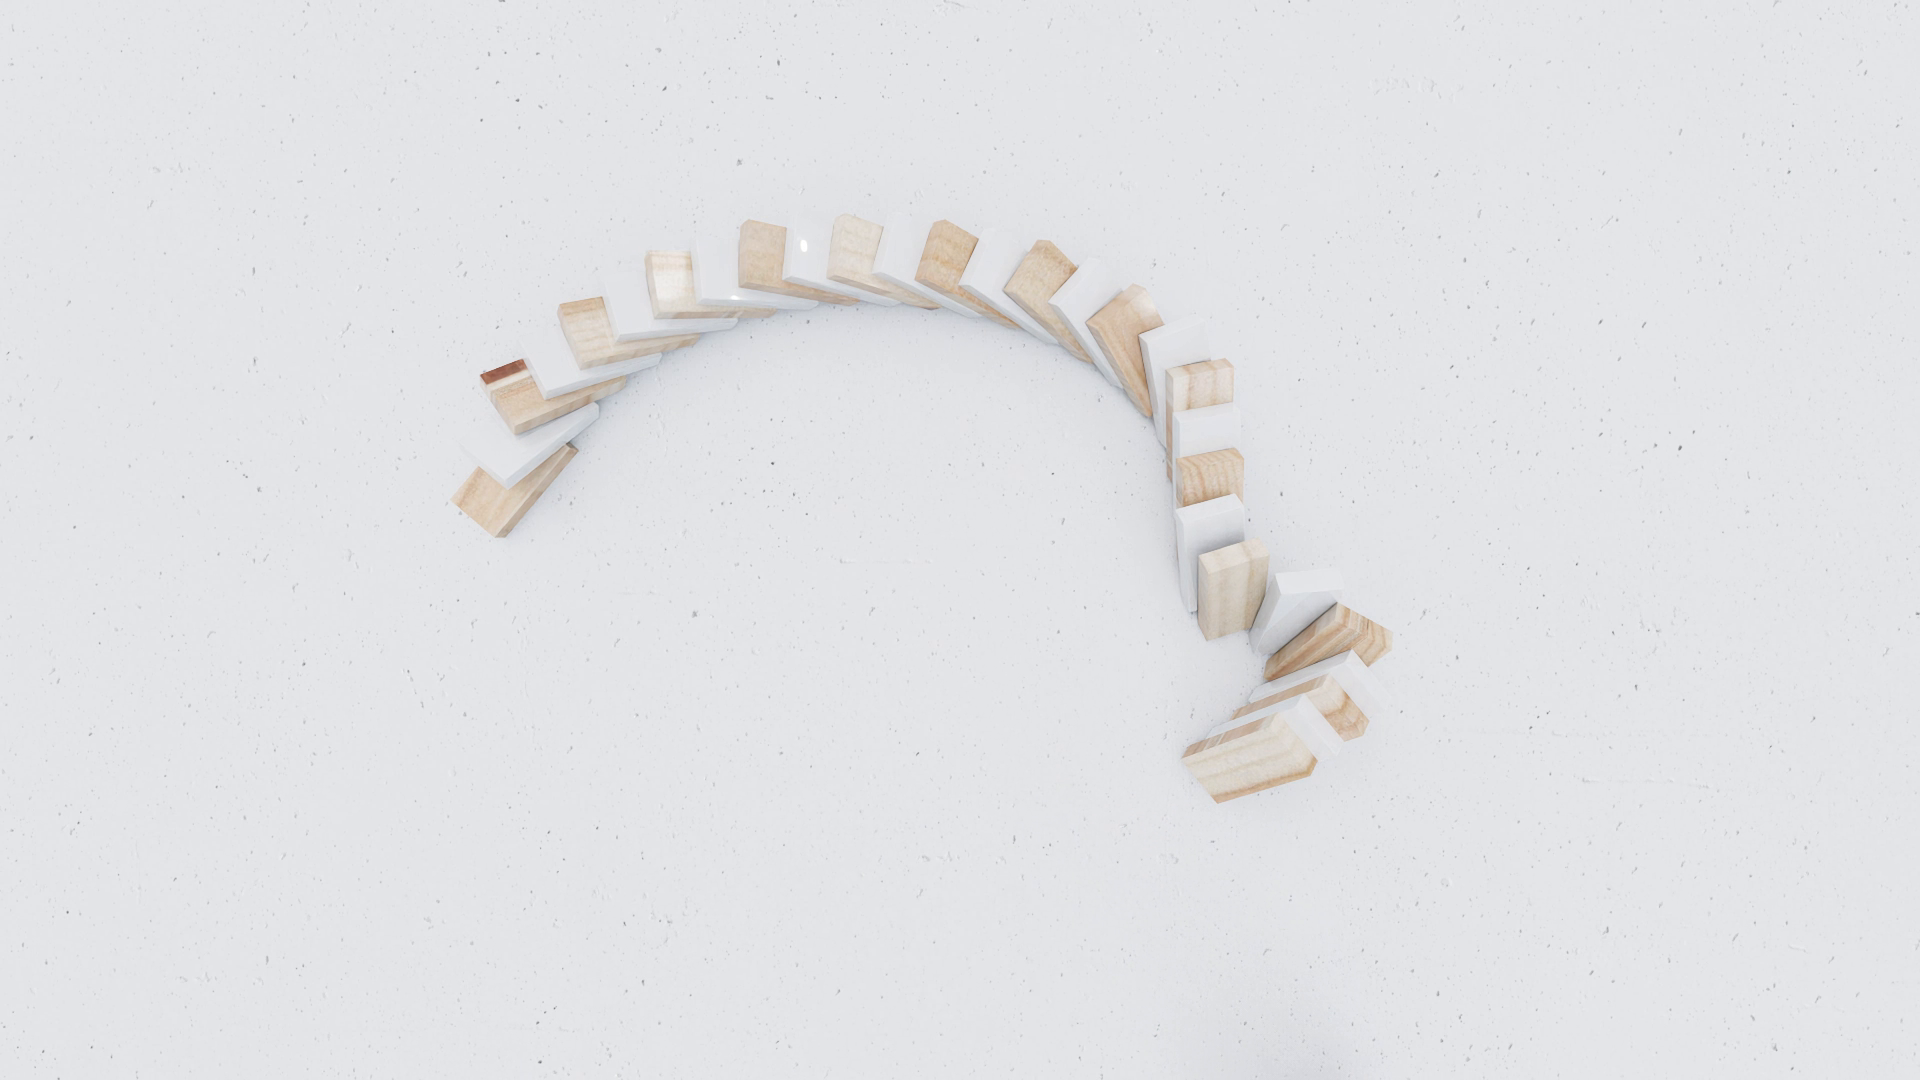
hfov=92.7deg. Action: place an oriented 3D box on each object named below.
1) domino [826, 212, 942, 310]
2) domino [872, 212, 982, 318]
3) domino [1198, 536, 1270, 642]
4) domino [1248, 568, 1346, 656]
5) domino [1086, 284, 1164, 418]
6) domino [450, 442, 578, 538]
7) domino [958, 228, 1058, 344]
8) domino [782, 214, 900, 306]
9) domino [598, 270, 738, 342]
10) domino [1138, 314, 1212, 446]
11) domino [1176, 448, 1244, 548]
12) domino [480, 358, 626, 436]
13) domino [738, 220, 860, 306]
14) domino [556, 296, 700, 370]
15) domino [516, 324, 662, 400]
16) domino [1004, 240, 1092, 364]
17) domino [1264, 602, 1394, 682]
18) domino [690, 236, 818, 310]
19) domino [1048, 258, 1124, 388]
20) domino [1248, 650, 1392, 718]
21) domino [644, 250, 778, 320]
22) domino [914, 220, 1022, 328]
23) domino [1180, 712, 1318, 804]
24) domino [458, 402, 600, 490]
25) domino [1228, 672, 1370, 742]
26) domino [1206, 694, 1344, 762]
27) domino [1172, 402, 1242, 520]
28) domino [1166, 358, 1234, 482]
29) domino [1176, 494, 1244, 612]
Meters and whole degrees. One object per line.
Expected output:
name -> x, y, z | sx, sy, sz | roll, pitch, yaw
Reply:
domino -> -0.029, -0.115, 0.383 | 0.050, 0.010, 0.025 | 9, 90, -33
domino -> -0.010, -0.114, 0.383 | 0.050, 0.009, 0.025 | 16, 90, -32
domino -> 0.112, 0.021, 0.378 | 0.025, 0.050, 0.009 | -17, 50, 0
domino -> 0.137, 0.030, 0.377 | 0.025, 0.050, 0.009 | -5, 55, 0
domino -> 0.075, -0.078, 0.382 | 0.025, 0.010, 0.050 | -40, 125, 0
domino -> -0.192, -0.028, 0.395 | 0.025, 0.010, 0.050 | 40, 90, 0
domino -> 0.026, -0.105, 0.382 | 0.050, 0.010, 0.025 | 25, 90, -33
domino -> -0.048, -0.116, 0.383 | 0.050, 0.009, 0.025 | 6, 90, -33
domino -> -0.121, -0.099, 0.383 | 0.050, 0.009, 0.025 | -16, 90, -32
domino -> 0.092, -0.066, 0.382 | 0.025, 0.010, 0.050 | -21, 124, -2
domino -> 0.104, -0.012, 0.382 | 0.025, 0.009, 0.050 | -10, 123, 0
domino -> -0.169, -0.066, 0.382 | 0.050, 0.009, 0.025 | -34, 89, -33
domino -> -0.066, -0.115, 0.383 | 0.050, 0.009, 0.025 | 2, 90, -33
domino -> -0.138, -0.090, 0.383 | 0.050, 0.010, 0.025 | -23, 90, -32
domino -> -0.154, -0.079, 0.383 | 0.050, 0.009, 0.025 | -28, 90, -32
domino -> 0.044, -0.099, 0.382 | 0.050, 0.009, 0.025 | 34, 90, -34
domino -> 0.151, 0.048, 0.378 | 0.025, 0.050, 0.010 | 28, 50, 0
domino -> -0.085, -0.111, 0.383 | 0.050, 0.010, 0.025 | -6, 90, -32
domino -> 0.061, -0.090, 0.382 | 0.025, 0.010, 0.050 | -47, 124, 0
domino -> 0.147, 0.066, 0.378 | 0.025, 0.050, 0.010 | 50, 48, 0
domino -> -0.103, -0.106, 0.383 | 0.050, 0.010, 0.025 | -10, 90, -32
domino -> 0.008, -0.110, 0.383 | 0.050, 0.009, 0.025 | 19, 89, -32
domino -> 0.118, 0.091, 0.378 | 0.025, 0.050, 0.009 | 50, 48, 0
domino -> -0.179, -0.047, 0.384 | 0.025, 0.009, 0.050 | 40, 61, 0
domino -> 0.139, 0.075, 0.378 | 0.025, 0.050, 0.010 | 50, 48, 0
domino -> 0.129, 0.083, 0.378 | 0.025, 0.050, 0.010 | 50, 48, 0
domino -> 0.102, -0.031, 0.382 | 0.025, 0.010, 0.050 | -10, 123, -2
domino -> 0.100, -0.048, 0.382 | 0.025, 0.009, 0.050 | -11, 123, -3
domino -> 0.104, 0.006, 0.381 | 0.025, 0.009, 0.050 | -15, 129, 0
